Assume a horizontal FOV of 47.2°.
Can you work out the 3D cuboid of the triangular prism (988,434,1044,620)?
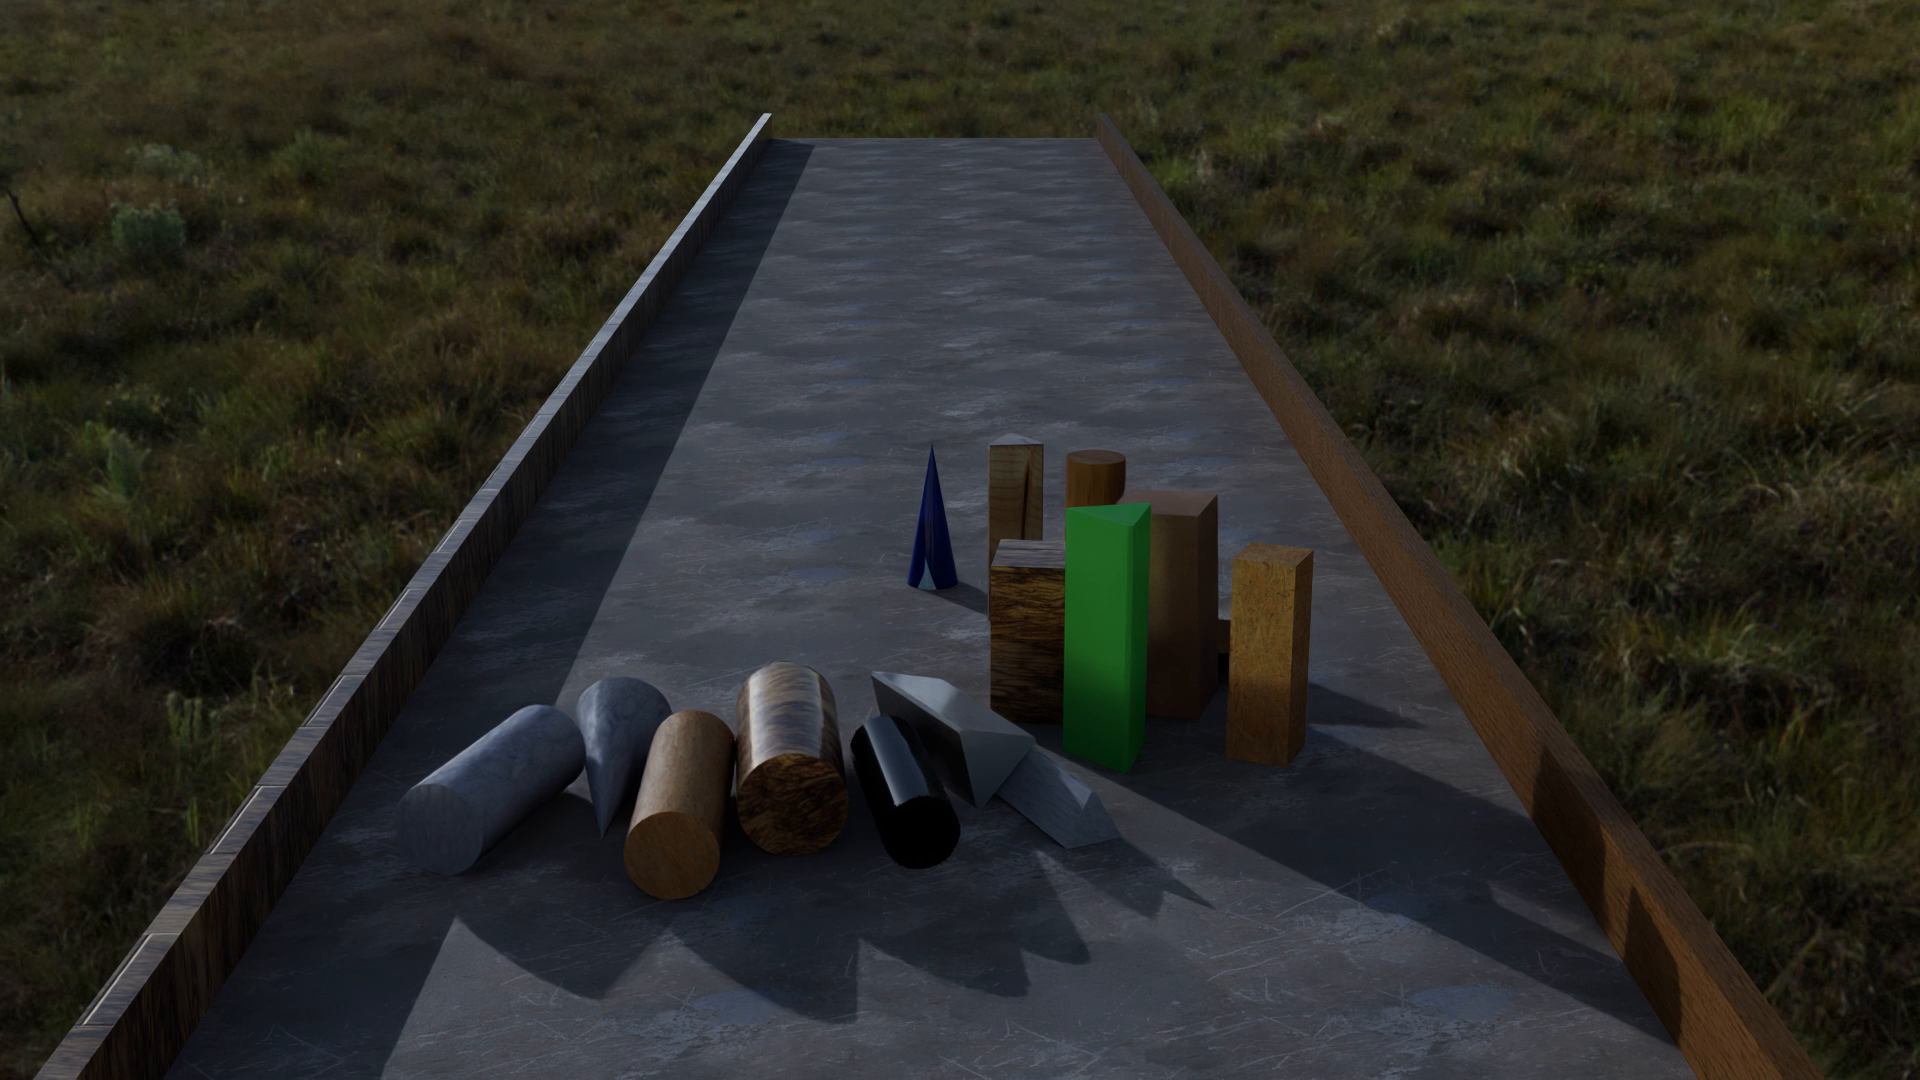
[{"bbox_3d":[0.111,-0.029,4.653,0.114,0.383,0.099,-2,17,-5],"label":"triangular prism"}]

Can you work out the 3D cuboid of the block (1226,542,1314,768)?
[{"bbox_3d":[0.548,0.202,3.896,0.113,0.371,0.113,7,18,24],"label":"block"}]

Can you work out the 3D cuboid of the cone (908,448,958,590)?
[{"bbox_3d":[-0.061,-0.059,4.866,0.115,0.319,0.115,0,17,0],"label":"cone"}]

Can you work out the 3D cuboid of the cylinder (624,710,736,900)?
[{"bbox_3d":[-0.447,0.420,3.556,0.147,0.147,0.428,-1,17,-2],"label":"cylinder"}]

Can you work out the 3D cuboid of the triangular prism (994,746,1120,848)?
[{"bbox_3d":[0.130,0.398,3.723,0.104,0.090,0.390,-8,18,-25],"label":"triangular prism"}]

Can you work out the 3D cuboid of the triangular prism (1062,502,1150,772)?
[{"bbox_3d":[0.285,0.164,3.886,0.132,0.451,0.153,-15,22,-41],"label":"triangular prism"}]

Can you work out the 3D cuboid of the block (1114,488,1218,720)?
[{"bbox_3d":[0.384,0.118,4.135,0.170,0.391,0.170,3,17,19],"label":"block"}]

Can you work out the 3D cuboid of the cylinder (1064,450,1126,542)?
[{"bbox_3d":[0.268,0.031,4.405,0.117,0.408,0.117,0,17,0],"label":"cylinder"}]

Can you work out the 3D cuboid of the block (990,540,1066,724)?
[{"bbox_3d":[0.152,0.171,4.119,0.172,0.304,0.172,2,17,7],"label":"block"}]

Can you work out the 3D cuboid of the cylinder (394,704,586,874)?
[{"bbox_3d":[-0.762,0.403,3.601,0.154,0.154,0.361,5,17,16],"label":"cylinder"}]

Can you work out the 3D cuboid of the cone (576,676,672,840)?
[{"bbox_3d":[-0.589,0.401,3.731,0.171,0.171,0.352,0,30,-1],"label":"cone"}]

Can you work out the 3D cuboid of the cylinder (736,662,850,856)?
[{"bbox_3d":[-0.287,0.361,3.702,0.178,0.178,0.431,-2,17,-6],"label":"cylinder"}]

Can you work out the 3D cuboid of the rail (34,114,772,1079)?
[{"bbox_3d":[-1.118,-0.838,7.780,0.050,0.150,12.000,0,17,-1],"label":"rail"}]

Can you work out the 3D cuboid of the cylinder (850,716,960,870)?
[{"bbox_3d":[-0.095,0.411,3.629,0.123,0.123,0.358,-3,17,-11],"label":"cylinder"}]

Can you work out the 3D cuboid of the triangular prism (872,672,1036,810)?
[{"bbox_3d":[-0.038,0.315,3.812,0.153,0.132,0.324,-50,32,-8],"label":"triangular prism"}]

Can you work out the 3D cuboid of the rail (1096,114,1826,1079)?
[{"bbox_3d":[0.932,-0.844,7.801,0.050,0.150,12.000,0,17,-1],"label":"rail"}]

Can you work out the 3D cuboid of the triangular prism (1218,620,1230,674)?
[{"bbox_3d":[0.456,0.196,4.320,0.418,0.092,0.107,3,-22,11],"label":"triangular prism"}]
